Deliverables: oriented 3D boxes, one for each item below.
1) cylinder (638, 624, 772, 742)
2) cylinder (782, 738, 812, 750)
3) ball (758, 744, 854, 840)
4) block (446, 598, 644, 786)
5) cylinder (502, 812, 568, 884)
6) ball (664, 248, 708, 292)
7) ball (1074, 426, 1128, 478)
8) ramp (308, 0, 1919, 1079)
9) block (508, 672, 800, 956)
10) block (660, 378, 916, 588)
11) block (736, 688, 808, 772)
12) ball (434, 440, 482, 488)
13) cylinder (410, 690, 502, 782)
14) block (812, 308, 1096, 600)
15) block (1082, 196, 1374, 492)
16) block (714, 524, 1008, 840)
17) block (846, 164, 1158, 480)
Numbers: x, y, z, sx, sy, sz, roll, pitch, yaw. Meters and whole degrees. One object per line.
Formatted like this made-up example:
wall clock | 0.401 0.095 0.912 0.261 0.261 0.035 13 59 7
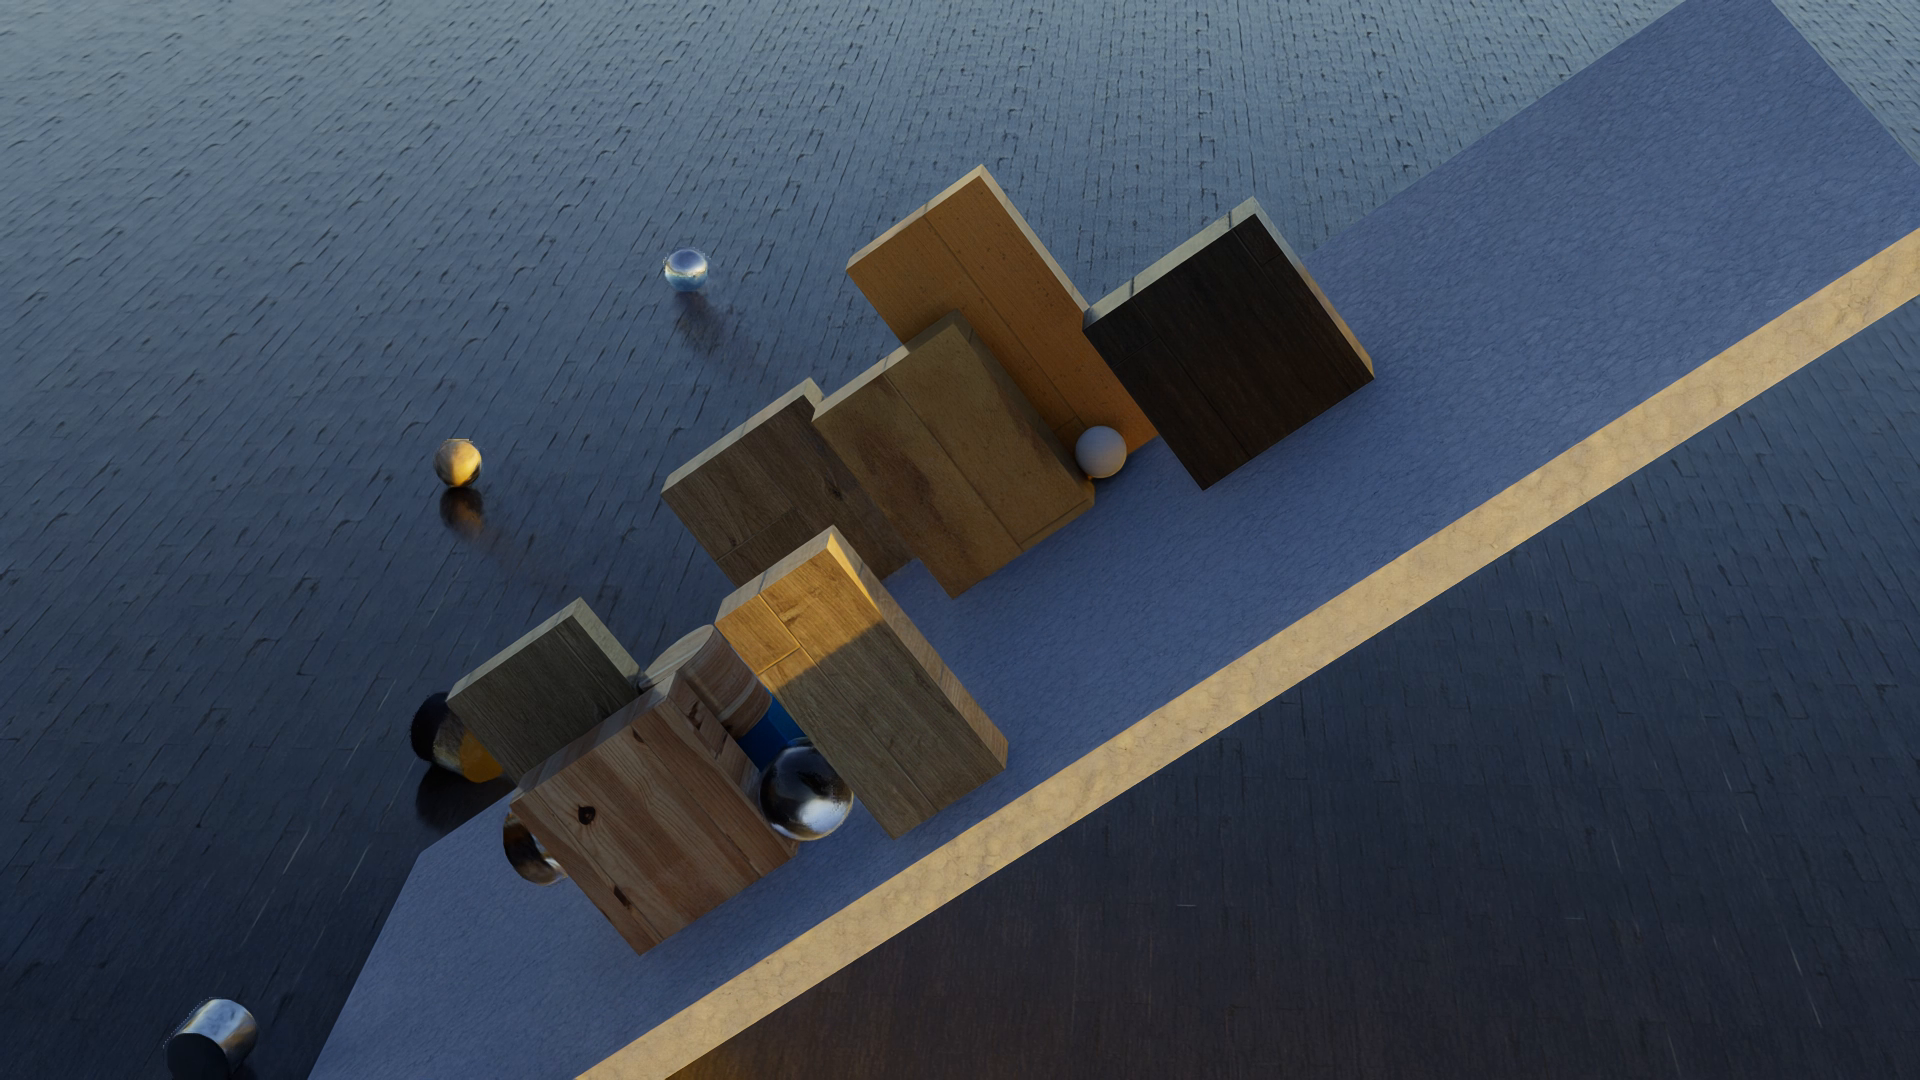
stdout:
cylinder | -0.529 0.315 6.115 0.197 0.197 0.197 -35 16 11
cylinder | -0.312 0.482 6.014 0.129 0.129 0.129 -3 10 -8
ball | -0.307 0.501 5.833 0.191 0.191 0.191 0 22 0
block | -0.750 0.455 6.189 0.346 0.601 0.094 -34 16 16
cylinder | -0.903 0.664 6.702 0.196 0.196 0.196 -26 4 37
ball | -1.171 -1.153 12.589 0.185 0.185 0.185 0 22 0
ball | 0.314 -0.197 6.563 0.117 0.117 0.117 0 22 0
ramp | 0.131 0.178 6.317 4.000 0.100 2.000 -34 16 16
block | -0.610 0.555 5.935 0.407 0.418 0.136 -34 16 16
block | -0.394 -0.066 7.093 0.439 0.484 0.127 -34 16 16
block | -0.411 0.457 6.183 0.195 0.195 0.195 -34 16 15
ball | -1.782 -0.269 10.453 0.168 0.168 0.168 0 22 0
cylinder | -1.414 0.559 8.375 0.210 0.210 0.210 18 28 37
block | -0.012 -0.188 6.516 0.390 0.518 0.114 -34 16 16
block | 0.549 -0.400 6.031 0.424 0.427 0.131 -34 16 16
block | -0.181 0.271 5.531 0.265 0.550 0.116 -34 16 16
block | 0.111 -0.443 6.594 0.371 0.715 0.098 -34 16 16
